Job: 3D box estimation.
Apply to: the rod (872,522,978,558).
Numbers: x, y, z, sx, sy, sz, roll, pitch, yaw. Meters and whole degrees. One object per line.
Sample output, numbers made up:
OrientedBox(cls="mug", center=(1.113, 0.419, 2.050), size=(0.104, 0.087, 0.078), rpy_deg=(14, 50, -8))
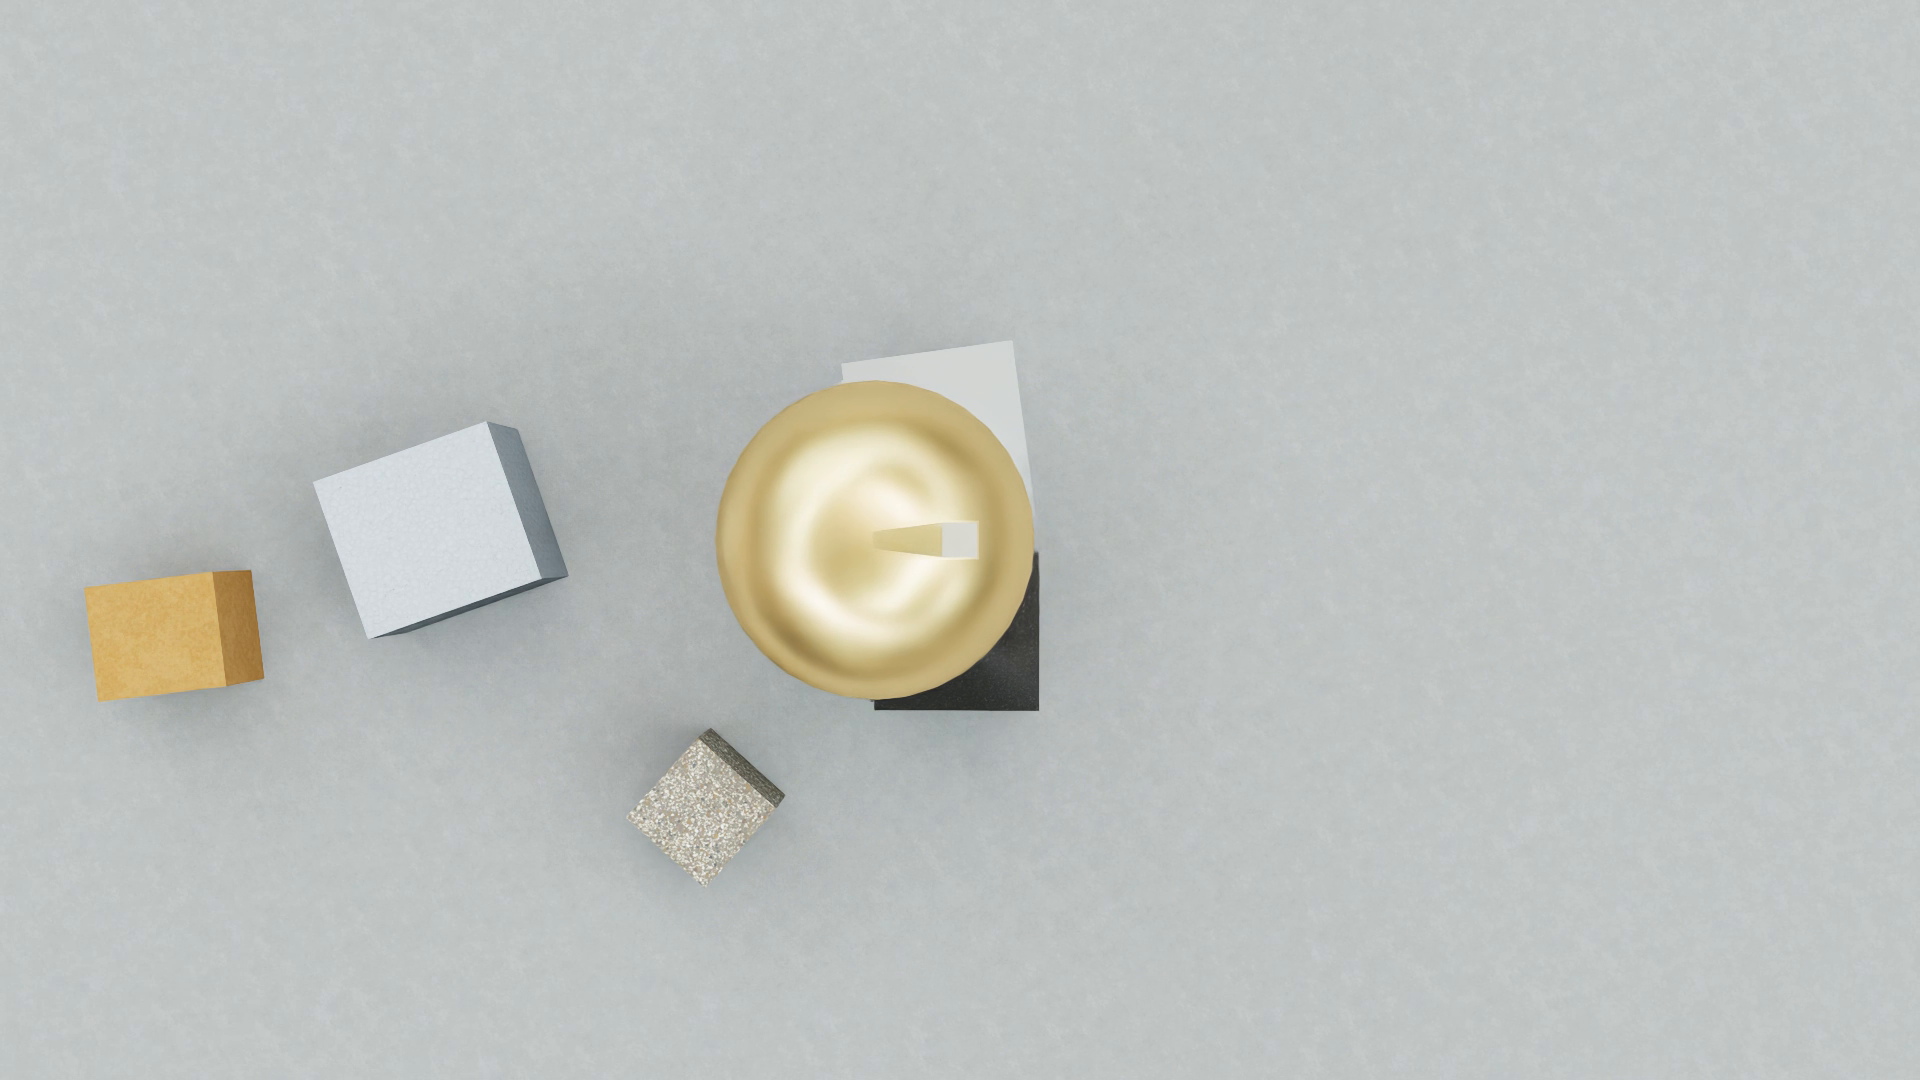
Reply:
OrientedBox(cls="rod", center=(-0.183, 0.000, 7.608), size=(0.080, 5.200, 0.080), rpy_deg=(0, 90, -4))

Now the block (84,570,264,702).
OrientedBox(cls="block", center=(-4.510, 0.543, 12.661), size=(0.724, 0.678, 0.646), rpy_deg=(-7, 90, 0))

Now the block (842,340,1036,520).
OrientedBox(cls="block", center=(-0.116, -0.540, 12.503), size=(0.942, 0.995, 0.984), rpy_deg=(-8, 90, 0))

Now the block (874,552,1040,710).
OrientedBox(cls="block", center=(-0.017, 0.499, 12.527), size=(0.905, 0.945, 0.873), rpy_deg=(0, 90, 0))

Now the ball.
OrientedBox(cls="ball", center=(-0.423, 0.000, 11.000), size=(1.600, 1.600, 1.600), rpy_deg=(0, 90, 0))

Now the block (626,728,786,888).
OrientedBox(cls="block", center=(-1.453, 1.533, 12.673), size=(0.597, 0.653, 0.603), rpy_deg=(42, 90, 0))

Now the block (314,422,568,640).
OrientedBox(cls="block", center=(-2.941, -0.054, 12.568), size=(1.014, 0.863, 0.920), rpy_deg=(-19, 90, 0))
